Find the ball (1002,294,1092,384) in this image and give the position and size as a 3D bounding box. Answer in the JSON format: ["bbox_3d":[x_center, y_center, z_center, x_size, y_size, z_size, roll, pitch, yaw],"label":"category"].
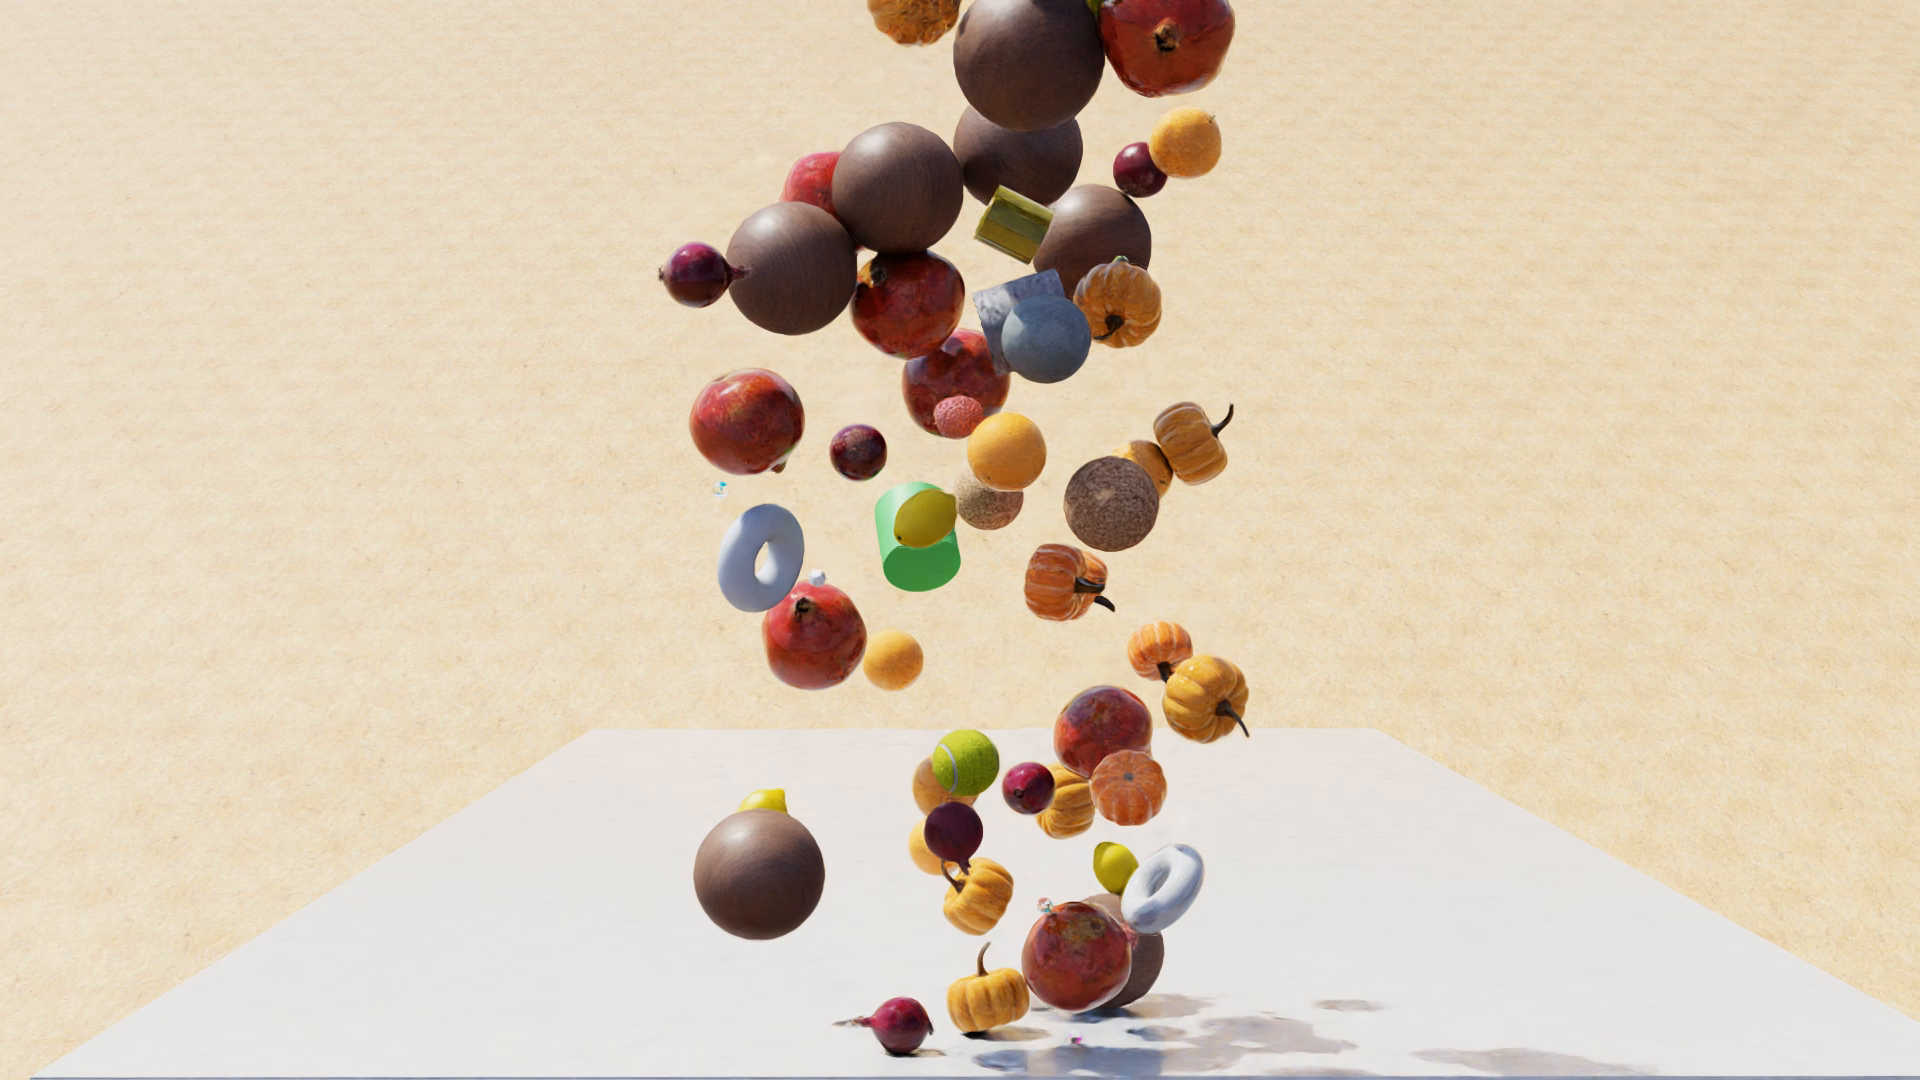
[{"bbox_3d":[0.077,-0.180,2.305,0.080,0.080,0.080,0,28,0],"label":"ball"}]

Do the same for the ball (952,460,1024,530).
[{"bbox_3d":[0.031,-0.050,2.858,0.079,0.079,0.079,0,28,0],"label":"ball"}]

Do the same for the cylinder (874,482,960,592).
[{"bbox_3d":[-0.045,-0.003,2.727,0.082,0.082,0.082,-4,46,-7],"label":"cylinder"}]

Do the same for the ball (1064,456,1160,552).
[{"bbox_3d":[0.140,-0.033,2.389,0.089,0.089,0.089,0,28,0],"label":"ball"}]

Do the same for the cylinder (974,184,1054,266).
[{"bbox_3d":[0.048,-0.280,2.293,0.054,0.054,0.054,25,28,-6],"label":"cylinder"}]

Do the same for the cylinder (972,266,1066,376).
[{"bbox_3d":[0.062,-0.203,2.401,0.081,0.081,0.081,-17,28,2],"label":"cylinder"}]

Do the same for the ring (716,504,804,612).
[{"bbox_3d":[-0.202,0.019,2.622,0.038,0.114,0.114,18,33,34],"label":"ring"}]

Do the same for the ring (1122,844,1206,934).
[{"bbox_3d":[0.218,0.373,2.768,0.037,0.110,0.110,41,21,-18],"label":"ring"}]

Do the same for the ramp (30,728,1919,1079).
[{"bbox_3d":[0.062,0.561,4.599,2.000,0.100,4.000,0,1,0],"label":"ramp"}]
